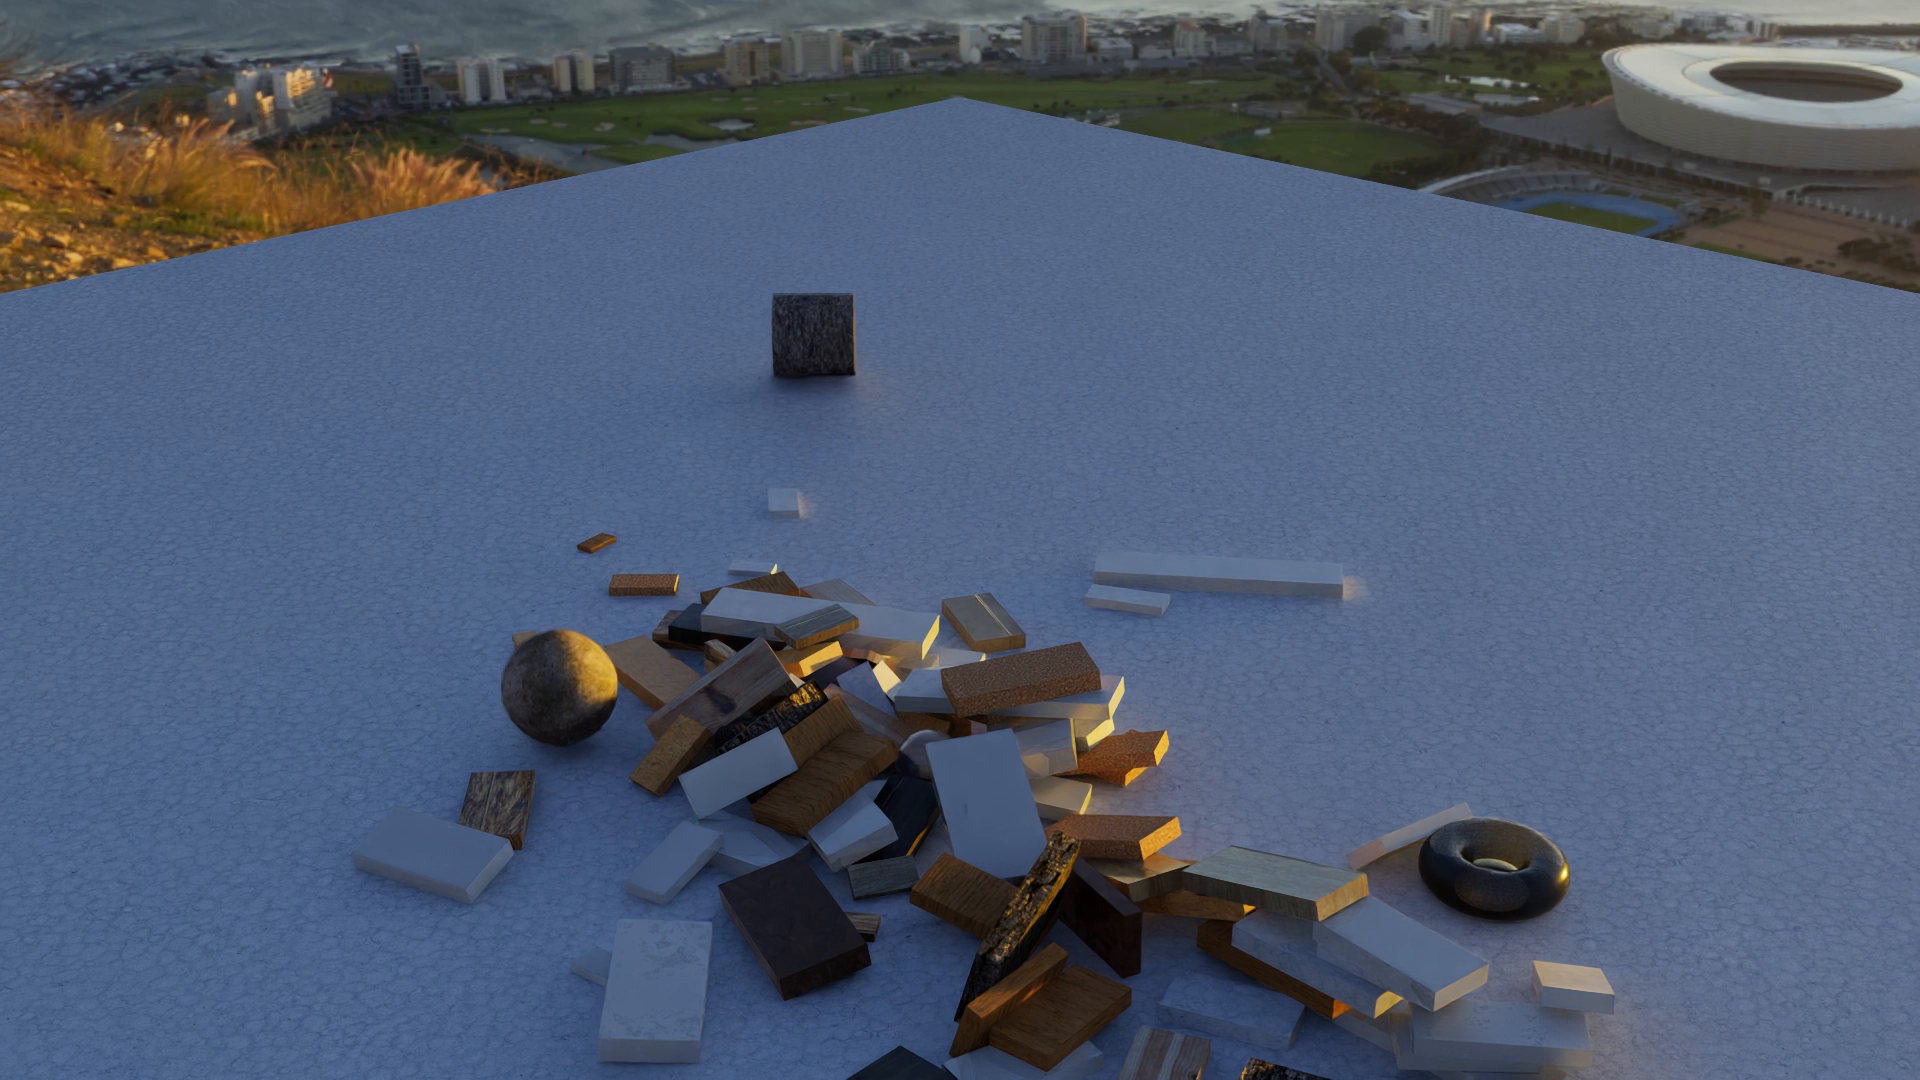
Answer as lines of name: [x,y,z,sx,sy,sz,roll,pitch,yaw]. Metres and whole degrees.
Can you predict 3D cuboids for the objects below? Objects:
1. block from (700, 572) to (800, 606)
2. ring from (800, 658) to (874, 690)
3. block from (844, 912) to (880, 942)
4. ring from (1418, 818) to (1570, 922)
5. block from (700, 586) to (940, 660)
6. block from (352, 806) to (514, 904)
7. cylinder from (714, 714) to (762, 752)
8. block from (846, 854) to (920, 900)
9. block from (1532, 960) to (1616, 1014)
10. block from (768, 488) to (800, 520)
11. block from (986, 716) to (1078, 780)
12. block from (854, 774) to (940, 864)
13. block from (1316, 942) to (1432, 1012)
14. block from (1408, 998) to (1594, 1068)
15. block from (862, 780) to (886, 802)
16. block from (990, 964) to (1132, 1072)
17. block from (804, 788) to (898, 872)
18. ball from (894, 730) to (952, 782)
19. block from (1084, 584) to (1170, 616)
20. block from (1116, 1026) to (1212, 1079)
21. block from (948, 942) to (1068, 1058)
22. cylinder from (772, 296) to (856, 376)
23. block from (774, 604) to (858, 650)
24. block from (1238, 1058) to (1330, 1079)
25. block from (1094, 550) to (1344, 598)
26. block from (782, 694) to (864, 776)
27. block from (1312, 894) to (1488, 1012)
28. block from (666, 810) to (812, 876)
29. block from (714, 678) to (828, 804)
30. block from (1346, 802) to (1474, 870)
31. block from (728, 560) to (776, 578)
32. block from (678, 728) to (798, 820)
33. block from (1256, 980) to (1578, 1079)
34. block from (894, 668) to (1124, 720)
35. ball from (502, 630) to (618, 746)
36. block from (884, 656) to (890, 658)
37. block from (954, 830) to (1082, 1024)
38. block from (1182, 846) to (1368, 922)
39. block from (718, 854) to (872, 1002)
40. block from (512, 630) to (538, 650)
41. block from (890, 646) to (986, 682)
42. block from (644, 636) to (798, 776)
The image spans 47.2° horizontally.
block: [-0.513,0.137,5.370,0.218,0.031,0.109,-15,28,-19]
ring: [-0.276,0.340,4.848,0.264,0.088,0.264,-1,24,0]
block: [-0.216,0.712,4.060,0.131,0.018,0.065,3,23,8]
ring: [1.013,0.623,4.173,0.283,0.094,0.283,0,24,0]
block: [-0.322,0.191,5.072,0.526,0.043,0.153,7,24,12]
block: [-1.017,0.605,4.239,0.280,0.040,0.140,12,41,25]
cylinder: [-0.413,0.435,4.556,0.141,0.141,0.141,-16,28,-32]
block: [-0.146,0.642,4.181,0.130,0.018,0.065,-7,59,-17]
block: [1.048,0.765,3.768,0.117,0.033,0.282,5,-1,12]
block: [-0.479,-0.099,5.965,0.081,0.023,0.162,-2,23,-5]
block: [0.147,0.403,4.585,0.177,0.050,0.390,-13,14,4]
block: [-0.125,0.560,4.340,0.123,0.035,0.247,10,34,19]
block: [0.736,0.714,3.731,0.233,0.033,0.117,21,31,39]
block: [0.890,0.812,3.634,0.285,0.035,0.123,3,22,6]
block: [-0.188,0.540,4.458,0.086,0.024,0.172,1,23,2]
block: [0.172,0.807,3.727,0.121,0.034,0.242,17,29,35]
block: [-0.257,0.534,4.362,0.140,0.040,0.378,-26,25,-14]
ball: [-0.063,0.459,4.496,0.143,0.143,0.143,0,23,0]
block: [0.409,0.146,5.386,0.196,0.023,0.081,8,24,18]
block: [0.317,0.902,3.590,0.123,0.035,0.295,7,24,17]
block: [0.085,0.788,3.742,0.034,0.121,0.242,36,38,25]
cylinder: [-0.462,-0.647,6.963,0.253,0.253,0.253,-1,23,-2]
block: [-0.324,0.196,4.978,0.172,0.024,0.086,-19,33,-33]
block: [0.567,0.917,3.555,0.246,0.035,0.123,11,25,24]
block: [0.647,0.086,5.511,0.612,0.037,0.131,3,23,7]
block: [-0.294,0.405,4.489,0.190,0.095,0.027,-35,4,-33]
block: [0.738,0.691,3.697,0.134,0.038,0.267,-17,29,-35]
block: [-0.433,0.598,4.304,0.257,0.036,0.129,14,27,30]
block: [-0.361,0.409,4.487,0.262,0.131,0.037,-37,5,-33]
block: [0.874,0.575,4.271,0.233,0.033,0.117,-15,-17,-32]
block: [-0.525,0.075,5.565,0.112,0.016,0.056,4,23,9]
block: [-0.442,0.464,4.382,0.221,0.095,0.027,-26,0,-18]
block: [0.774,0.837,3.747,0.580,0.033,0.117,21,31,40]
block: [0.104,0.324,4.636,0.467,0.036,0.129,1,24,18]
ball: [-0.855,0.316,4.703,0.245,0.245,0.245,0,23,0]
block: [-0.244,0.226,5.098,0.218,0.031,0.109,14,27,29]
block: [0.103,0.683,3.857,0.050,0.177,0.354,25,37,12]
block: [0.555,0.605,3.893,0.134,0.038,0.318,-19,15,-37]
block: [-0.305,0.701,4.011,0.169,0.048,0.337,-20,28,-18]
block: [-1.013,0.247,5.159,0.056,0.016,0.112,-8,24,-19]
block: [-0.126,0.281,5.054,0.347,0.035,0.125,6,24,14]
block: [-0.504,0.349,4.641,0.307,0.043,0.153,-36,47,-3]
